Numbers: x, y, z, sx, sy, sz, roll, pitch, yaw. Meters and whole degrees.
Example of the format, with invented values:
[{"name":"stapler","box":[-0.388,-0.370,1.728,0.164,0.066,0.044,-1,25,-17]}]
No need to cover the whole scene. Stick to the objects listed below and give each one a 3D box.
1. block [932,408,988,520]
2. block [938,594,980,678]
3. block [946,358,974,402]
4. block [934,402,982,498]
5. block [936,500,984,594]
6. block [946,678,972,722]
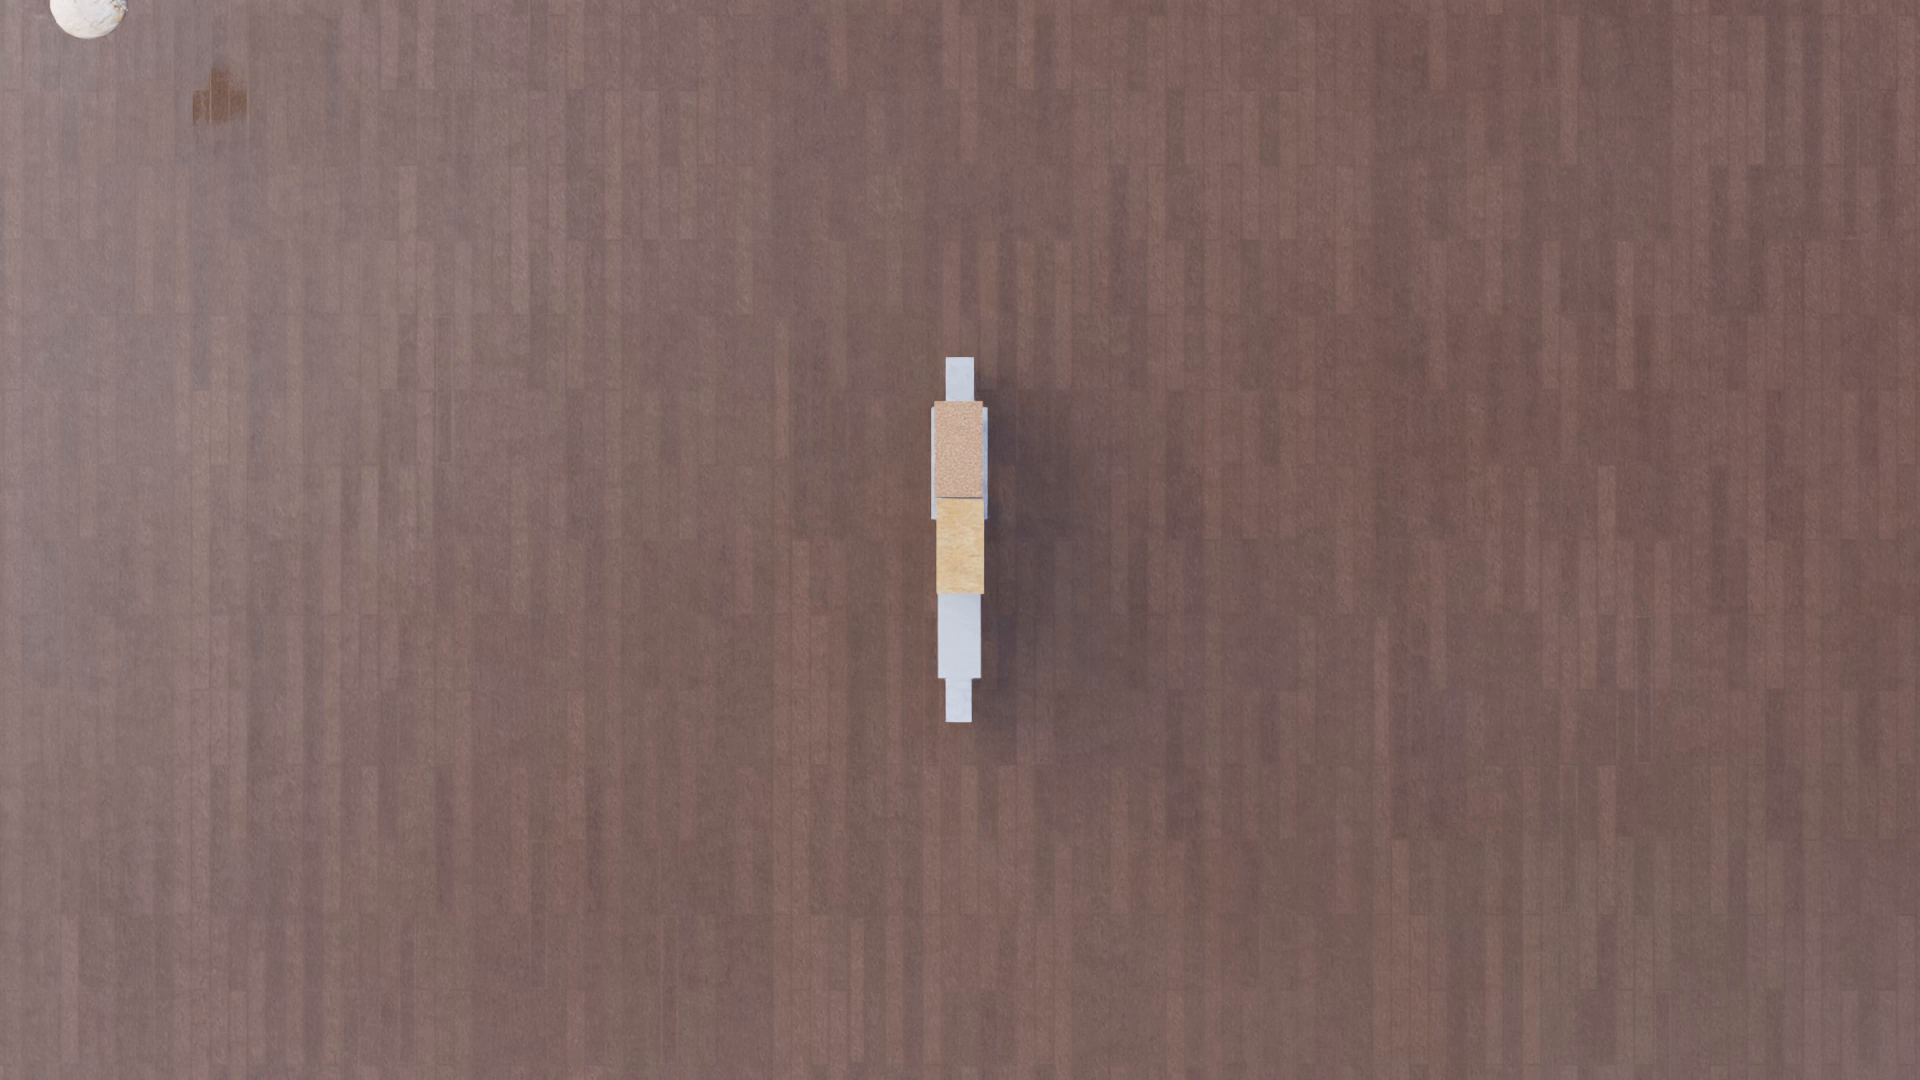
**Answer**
[{"name":"block","box":[-0.002,-0.237,5.130,0.173,0.049,0.346,0,90,0]},{"name":"block","box":[-0.002,0.289,5.005,0.129,0.036,0.257,0,87,0]},{"name":"block","box":[0.000,-0.497,5.309,0.089,0.025,0.178,0,90,0]},{"name":"block","box":[-0.004,-0.263,4.807,0.139,0.040,0.279,0,90,0]},{"name":"block","box":[0.001,0.019,4.811,0.137,0.039,0.275,0,90,0]},{"name":"block","box":[-0.004,0.505,5.326,0.081,0.023,0.163,0,90,0]}]
